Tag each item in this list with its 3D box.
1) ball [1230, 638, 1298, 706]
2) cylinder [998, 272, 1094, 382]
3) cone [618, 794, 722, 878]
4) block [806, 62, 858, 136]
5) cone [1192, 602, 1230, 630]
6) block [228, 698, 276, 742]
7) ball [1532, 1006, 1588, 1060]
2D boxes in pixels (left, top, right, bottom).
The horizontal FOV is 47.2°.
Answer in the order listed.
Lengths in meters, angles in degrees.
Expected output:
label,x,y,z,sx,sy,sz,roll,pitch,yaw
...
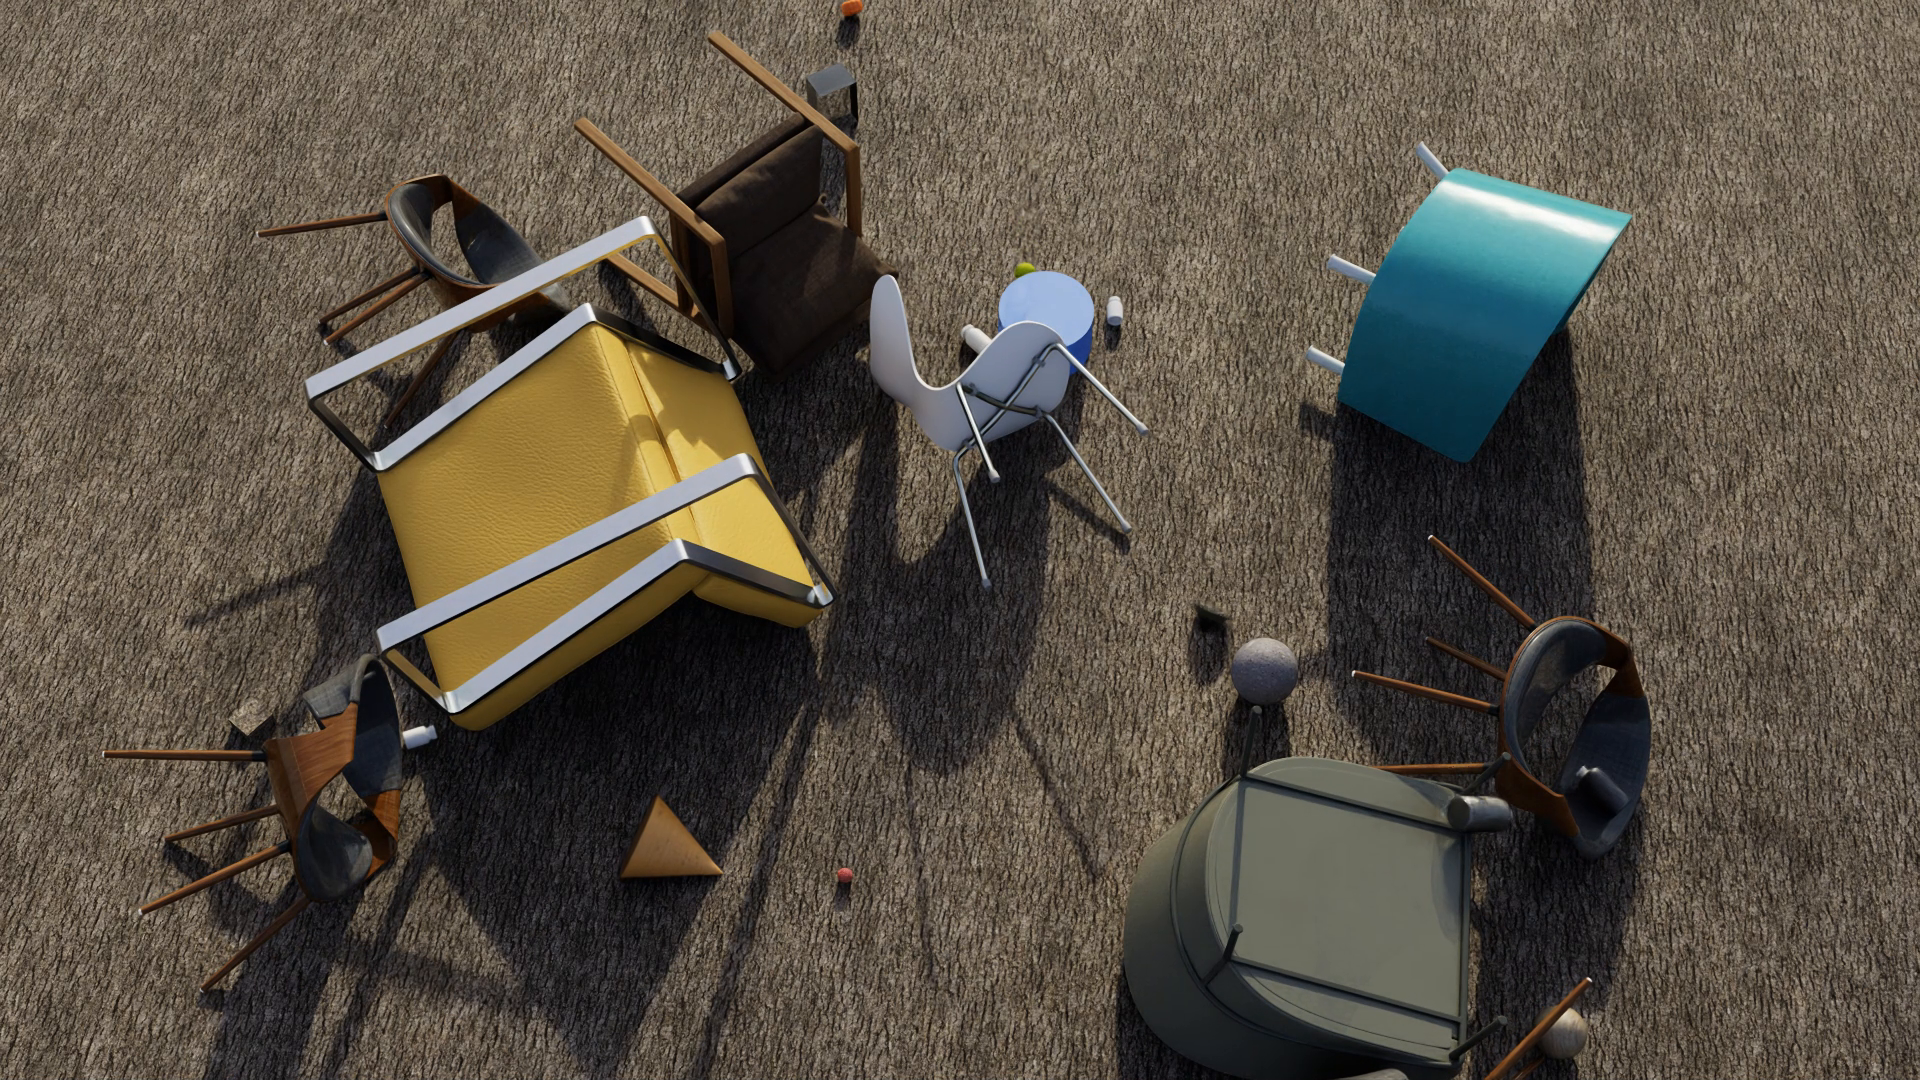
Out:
label,x,y,z,sx,sy,sz,roll,pitch,yaw
ball,0.860,0.371,6.210,0.191,0.191,0.191,0,56,0
cylinder,0.270,-0.675,6.932,0.298,0.157,0.318,0,56,0
cone,-0.754,0.852,5.946,0.256,0.199,0.256,26,55,-8
block,-0.433,-1.493,7.462,0.136,0.189,0.109,-26,60,-16
cone,0.719,0.235,6.391,0.119,0.107,0.067,25,99,29
block,-1.998,0.509,6.208,0.083,0.041,0.091,35,63,21
ball,1.540,1.263,5.644,0.137,0.137,0.137,0,56,0
